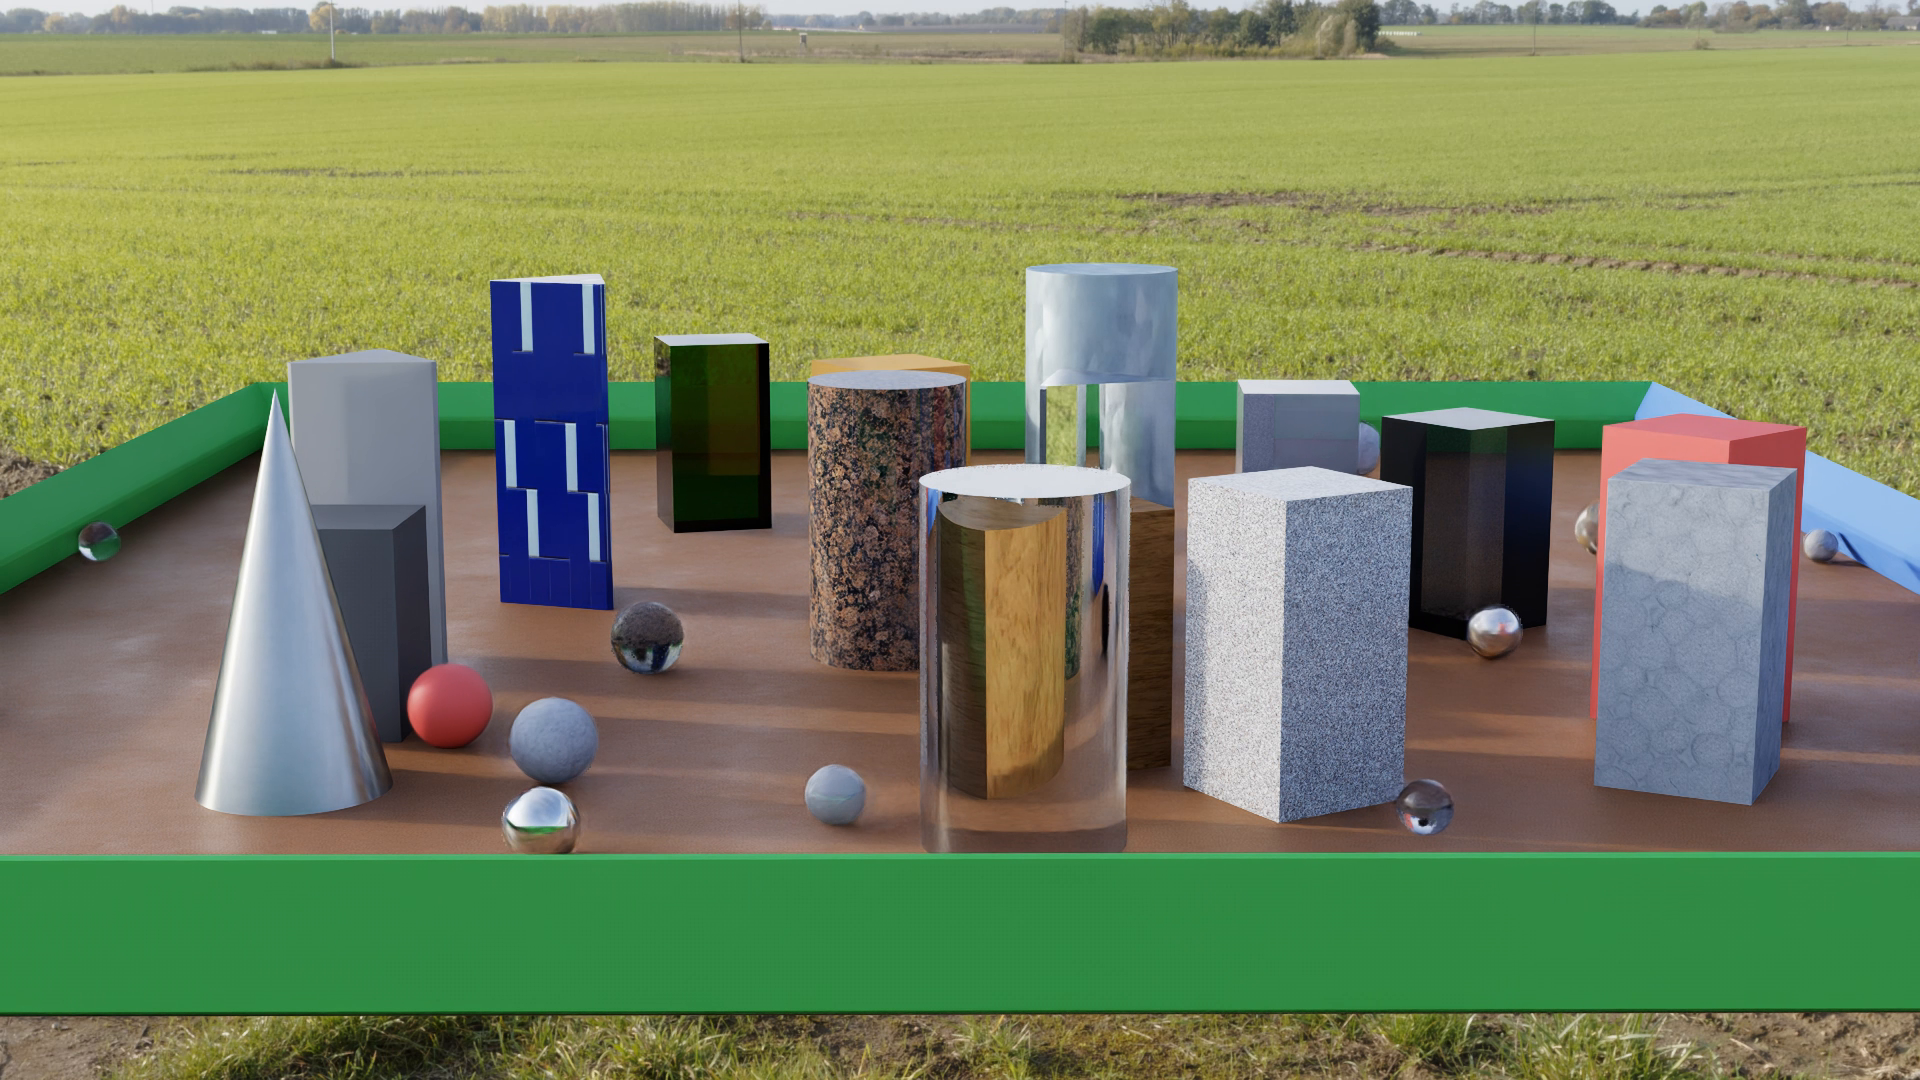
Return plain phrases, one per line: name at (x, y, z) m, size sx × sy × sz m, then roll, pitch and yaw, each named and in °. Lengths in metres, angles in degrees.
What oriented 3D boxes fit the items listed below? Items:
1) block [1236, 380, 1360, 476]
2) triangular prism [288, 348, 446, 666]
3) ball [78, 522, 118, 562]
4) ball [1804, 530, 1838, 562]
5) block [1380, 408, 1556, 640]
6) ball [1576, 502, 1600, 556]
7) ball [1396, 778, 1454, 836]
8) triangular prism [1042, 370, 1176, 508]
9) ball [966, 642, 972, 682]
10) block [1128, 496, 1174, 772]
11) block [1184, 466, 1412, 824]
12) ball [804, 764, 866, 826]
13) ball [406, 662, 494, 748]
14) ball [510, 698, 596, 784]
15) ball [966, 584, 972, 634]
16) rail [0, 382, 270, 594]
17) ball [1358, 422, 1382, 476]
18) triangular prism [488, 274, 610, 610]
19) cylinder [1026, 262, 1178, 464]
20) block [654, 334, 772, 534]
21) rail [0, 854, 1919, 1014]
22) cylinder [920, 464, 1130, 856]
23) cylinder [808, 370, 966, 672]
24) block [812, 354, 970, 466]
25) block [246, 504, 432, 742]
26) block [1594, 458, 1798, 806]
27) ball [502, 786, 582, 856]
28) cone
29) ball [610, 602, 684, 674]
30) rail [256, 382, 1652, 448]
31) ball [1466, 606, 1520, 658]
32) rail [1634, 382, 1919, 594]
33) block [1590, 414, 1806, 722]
block at (0.468, -0.072, 3.586) m, size 0.157 × 0.286 × 0.157 m, roll 1°, pitch 11°, yaw 3°
triangular prism at (-0.709, -0.035, 3.123) m, size 0.170 × 0.381 × 0.147 m, roll -1°, pitch 11°, yaw -4°
ball at (-1.280, 0.003, 3.809) m, size 0.057 × 0.057 × 0.057 m, roll 0°, pitch 11°, yaw 0°
ball at (1.276, 0.009, 3.800) m, size 0.049 × 0.049 × 0.049 m, roll 0°, pitch 11°, yaw 0°
block at (0.663, -0.025, 3.372) m, size 0.157 × 0.272 × 0.157 m, roll -7°, pitch 13°, yaw -35°
ball at (0.963, -0.016, 3.845) m, size 0.081 × 0.081 × 0.081 m, roll 0°, pitch 11°, yaw 0°
ball at (0.445, 0.255, 2.456) m, size 0.054 × 0.054 × 0.054 m, roll 0°, pitch 11°, yaw 0°
triangular prism at (0.150, -0.019, 3.094) m, size 0.170 × 0.360 × 0.147 m, roll -4°, pitch 11°, yaw -20°
ball at (0.055, 0.141, 2.959) m, size 0.096 × 0.096 × 0.096 m, roll 0°, pitch 11°, yaw 0°
block at (0.118, 0.096, 2.713) m, size 0.157 × 0.274 × 0.157 m, roll -5°, pitch 12°, yaw -24°
block at (0.337, 0.100, 2.573) m, size 0.157 × 0.318 × 0.157 m, roll -6°, pitch 12°, yaw -31°
ball at (-0.121, 0.247, 2.486) m, size 0.059 × 0.059 × 0.059 m, roll 0°, pitch 11°, yaw 0°
ball at (-0.550, 0.178, 2.769) m, size 0.092 × 0.092 × 0.092 m, roll 0°, pitch 11°, yaw 0°
ball at (-0.417, 0.205, 2.631) m, size 0.088 × 0.088 × 0.088 m, roll 0°, pitch 11°, yaw 0°
ball at (0.002, 0.090, 3.320) m, size 0.065 × 0.065 × 0.065 m, roll 0°, pitch 11°, yaw 0°
rail at (-1.314, 0.034, 3.441) m, size 0.045 × 0.127 × 2.987 m, roll 0°, pitch 11°, yaw 0°
ball at (0.708, -0.162, 4.583) m, size 0.098 × 0.098 × 0.098 m, roll 0°, pitch 11°, yaw 0°
triangular prism at (-0.528, -0.140, 3.526) m, size 0.170 × 0.440 × 0.147 m, roll 4°, pitch 11°, yaw 19°
cylinder at (0.183, -0.121, 3.353) m, size 0.196 × 0.466 × 0.196 m, roll 0°, pitch 11°, yaw 0°
block at (-0.396, -0.174, 4.107) m, size 0.157 × 0.296 × 0.157 m, roll -3°, pitch 11°, yaw -16°
rail at (0.008, 0.301, 2.004) m, size 2.675 × 0.127 × 0.045 m, roll 0°, pitch 11°, yaw 0°
cylinder at (0.060, 0.115, 2.408) m, size 0.196 × 0.347 × 0.196 m, roll 0°, pitch 11°, yaw 0°
cylinder at (-0.090, -0.028, 3.185) m, size 0.196 × 0.345 × 0.196 m, roll 0°, pitch 11°, yaw 0°
block at (-0.093, -0.074, 3.463) m, size 0.157 × 0.334 × 0.157 m, roll -6°, pitch 12°, yaw -30°
block at (-0.685, 0.090, 2.849) m, size 0.157 × 0.236 × 0.157 m, roll 0°, pitch 11°, yaw 1°
block at (0.754, 0.089, 2.631) m, size 0.157 × 0.318 × 0.157 m, roll 5°, pitch 12°, yaw 27°
ball at (-0.385, 0.263, 2.363) m, size 0.072 × 0.072 × 0.072 m, roll 0°, pitch 11°, yaw 0°
cone at (-0.678, 0.051, 2.577) m, size 0.196 × 0.411 × 0.196 m, roll 0°, pitch 11°, yaw 0°
ball at (-0.378, 0.118, 3.102) m, size 0.088 × 0.088 × 0.088 m, roll 0°, pitch 11°, yaw 0°
rail at (-0.008, -0.235, 4.894) m, size 2.675 × 0.127 × 0.045 m, roll 0°, pitch 11°, yaw 0°
ball at (0.662, 0.114, 3.187) m, size 0.066 × 0.066 × 0.066 m, roll 0°, pitch 11°, yaw 0°
rail at (1.314, 0.031, 3.456) m, size 0.045 × 0.127 × 2.987 m, roll 0°, pitch 11°, yaw 0°
block at (0.823, 0.038, 2.863) m, size 0.157 × 0.333 × 0.157 m, roll -9°, pitch 14°, yaw -41°
